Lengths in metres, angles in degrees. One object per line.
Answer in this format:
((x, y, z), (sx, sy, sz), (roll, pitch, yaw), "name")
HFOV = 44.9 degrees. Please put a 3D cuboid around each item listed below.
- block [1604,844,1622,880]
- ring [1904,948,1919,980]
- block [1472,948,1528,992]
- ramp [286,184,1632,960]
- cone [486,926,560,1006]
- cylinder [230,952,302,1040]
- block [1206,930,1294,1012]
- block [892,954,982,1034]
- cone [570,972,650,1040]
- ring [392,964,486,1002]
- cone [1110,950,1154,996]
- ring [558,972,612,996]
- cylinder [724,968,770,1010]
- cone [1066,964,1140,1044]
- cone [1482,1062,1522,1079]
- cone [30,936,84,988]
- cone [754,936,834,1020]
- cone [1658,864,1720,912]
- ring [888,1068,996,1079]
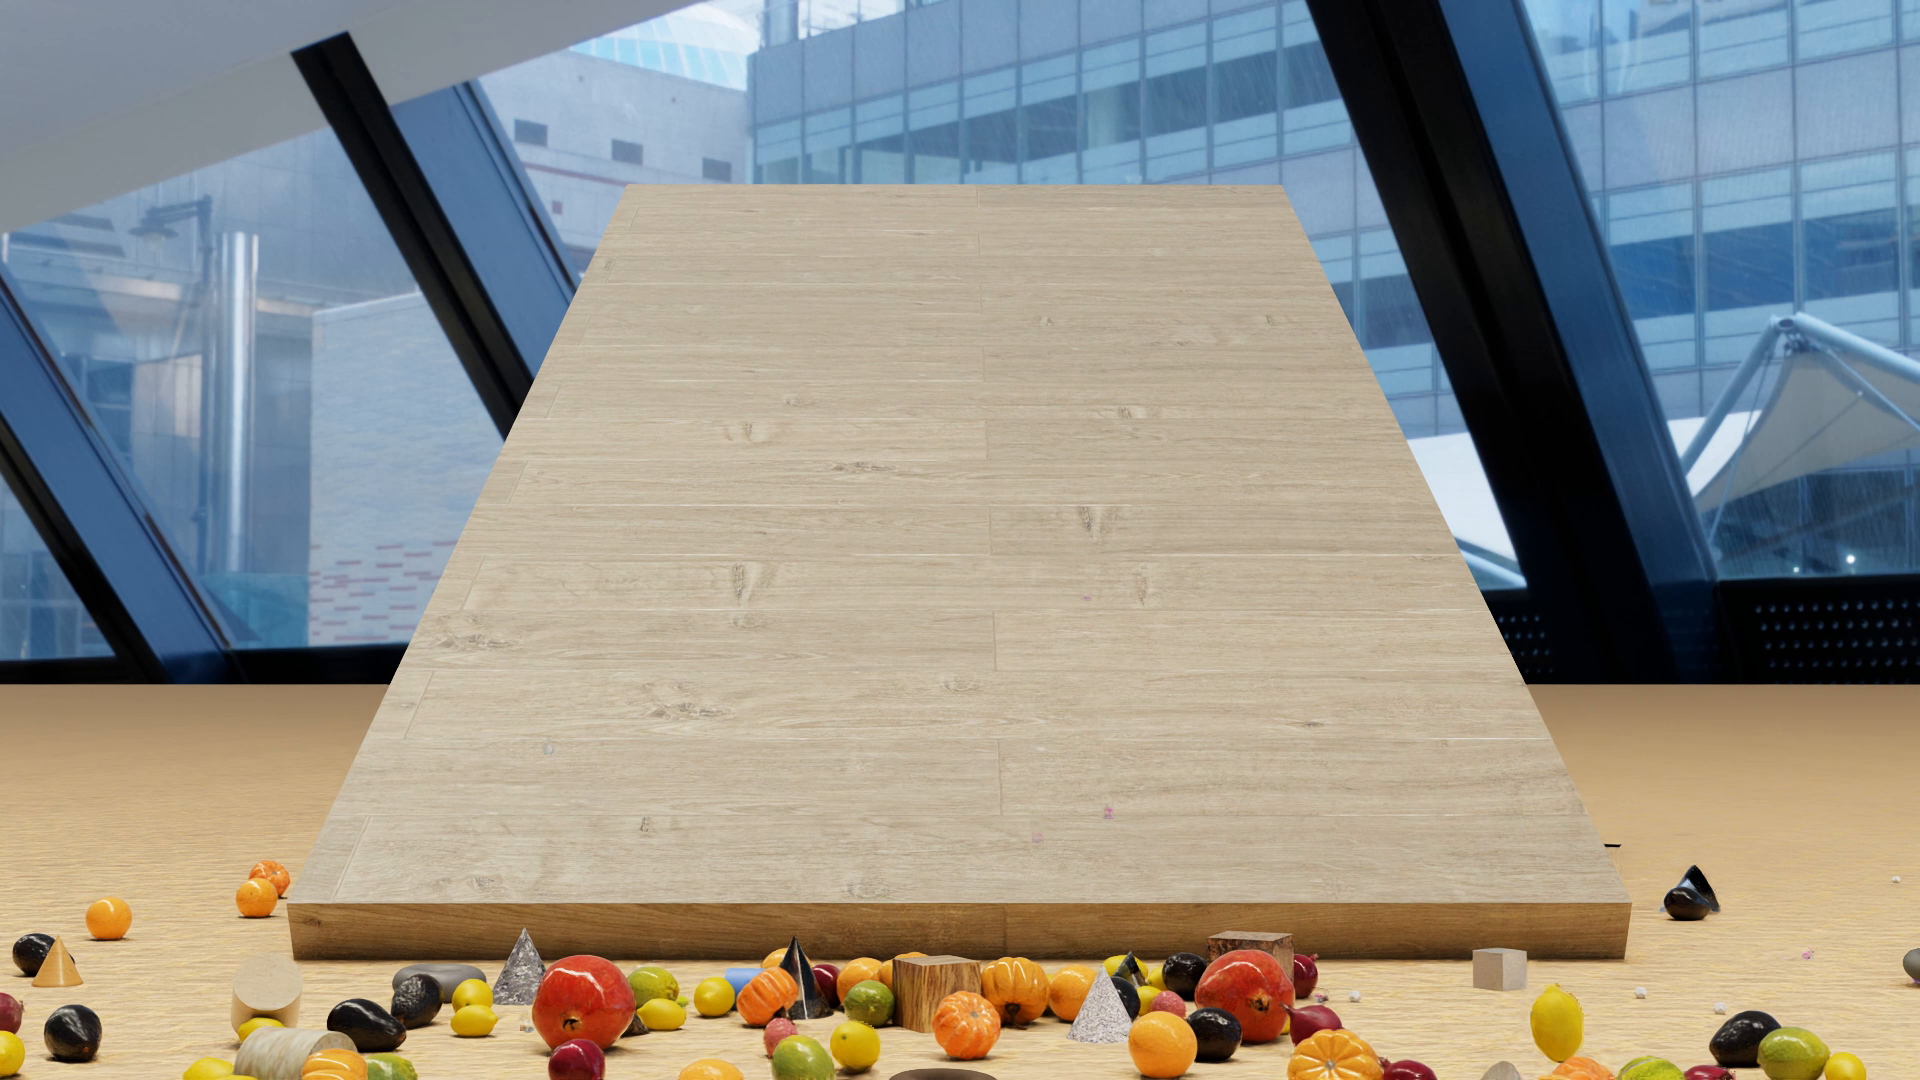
((1.271, 0.654, 4.637), (0.089, 0.089, 0.089), (-1, -4, 20), "block")
((1.350, 0.589, 3.194), (0.104, 0.035, 0.104), (5, 9, -1), "ring")
((0.737, 0.586, 3.175), (0.051, 0.051, 0.051), (3, -4, -38), "block")
((-0.008, -0.228, 5.304), (2.000, 0.100, 4.000), (0, 24, 0), "ramp")
((-0.572, 0.556, 3.056), (0.097, 0.097, 0.097), (0, -3, 0), "cone")
((-0.799, 0.529, 2.681), (0.076, 0.076, 0.076), (1, -42, -19), "cylinder")
((0.376, 0.557, 3.013), (0.089, 0.089, 0.089), (-2, -4, 25), "block")
((-0.029, 0.551, 2.827), (0.080, 0.080, 0.080), (2, -4, -28), "block")
((-0.401, 0.568, 2.750), (0.084, 0.084, 0.084), (31, -18, -25), "cone")
((-0.688, 0.585, 3.074), (0.123, 0.041, 0.123), (1, -3, 0), "ring")
((0.213, 0.593, 3.105), (0.067, 0.067, 0.067), (-27, -4, 1), "cone")
((-0.501, 0.596, 3.116), (0.077, 0.026, 0.077), (0, -2, 0), "ring")
((-0.272, 0.574, 2.974), (0.052, 0.052, 0.052), (0, -3, 5), "cylinder")
((0.168, 0.542, 2.740), (0.087, 0.087, 0.087), (0, -3, 0), "cone")
((0.534, 0.540, 2.212), (0.065, 0.065, 0.065), (29, -12, -15), "cone")
((-1.247, 0.580, 3.215), (0.069, 0.069, 0.069), (0, -3, 0), "cone")
((-0.208, 0.547, 2.930), (0.100, 0.100, 0.100), (0, -3, 0), "cone")
((1.306, 0.651, 4.207), (0.096, 0.096, 0.096), (-27, -5, 2), "cone")
((-0.016, 0.537, 2.246), (0.120, 0.040, 0.120), (1, -3, 0), "ring")
